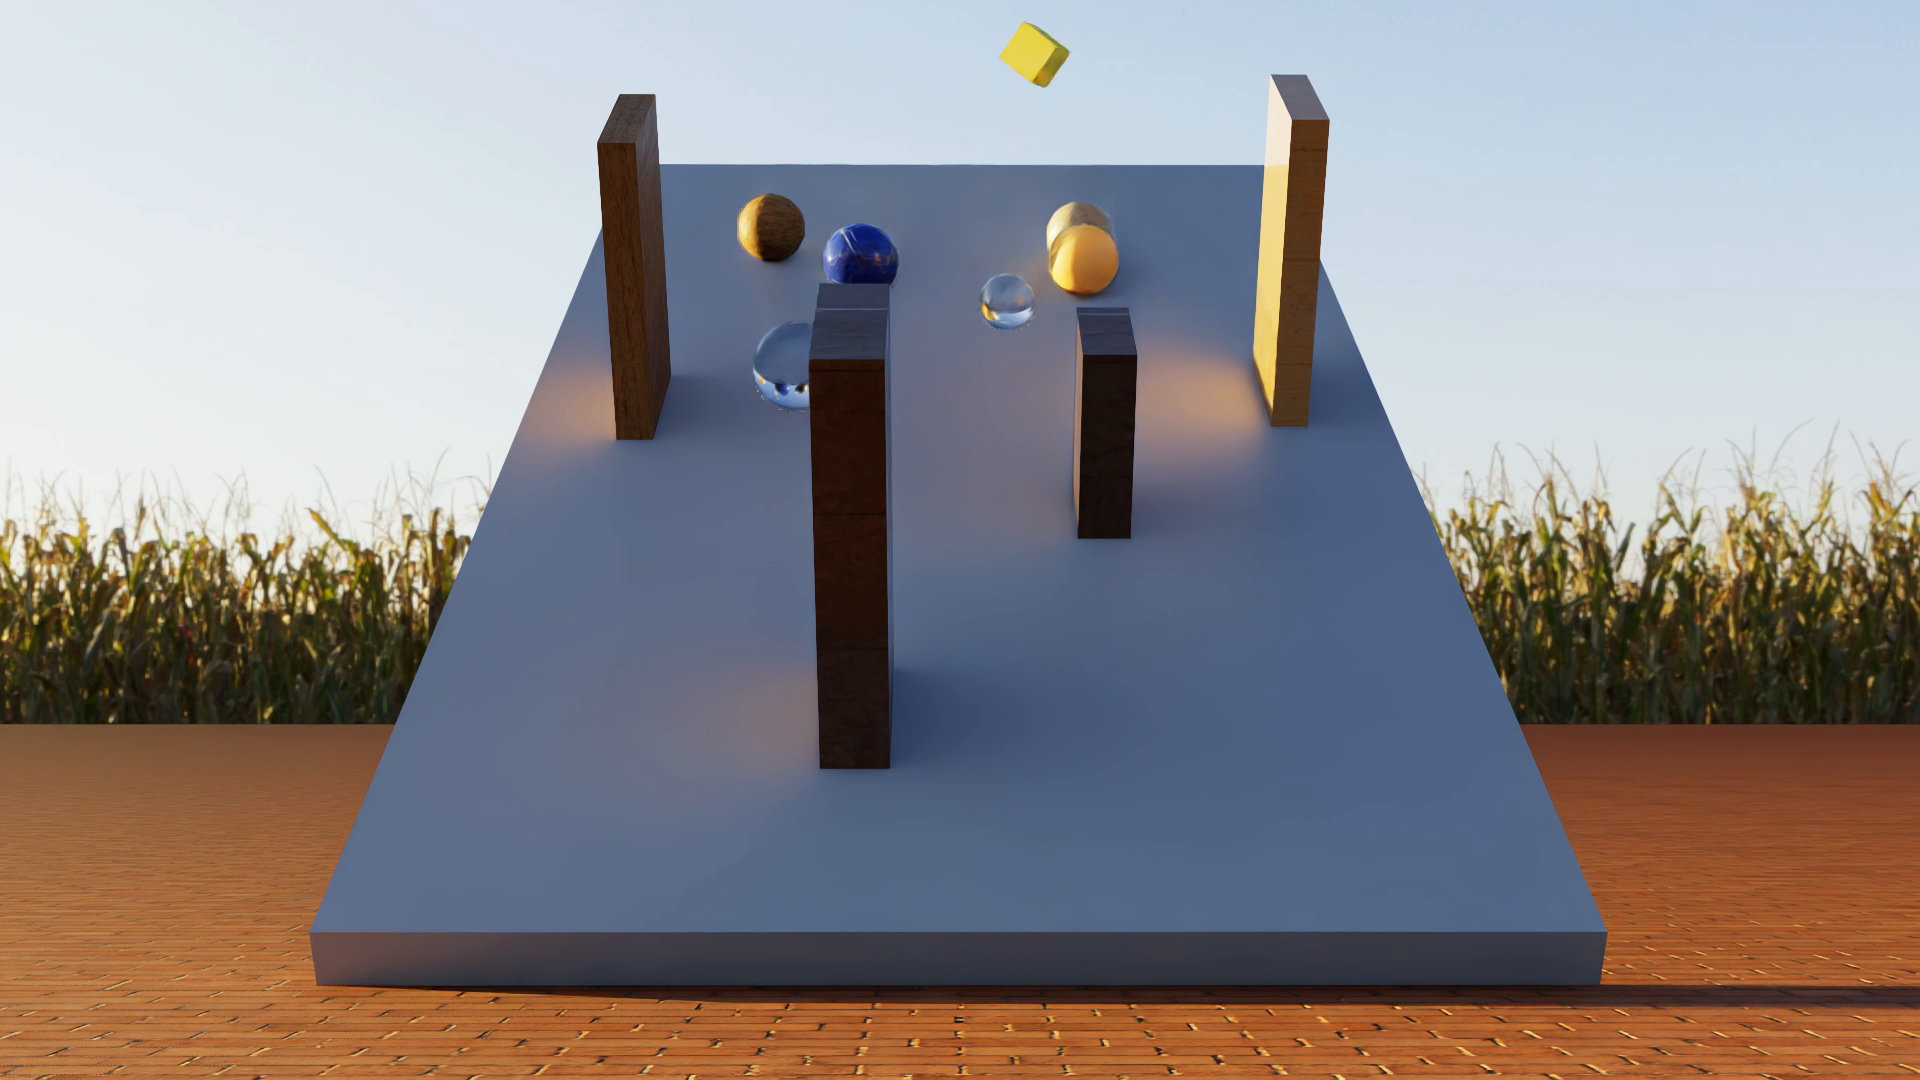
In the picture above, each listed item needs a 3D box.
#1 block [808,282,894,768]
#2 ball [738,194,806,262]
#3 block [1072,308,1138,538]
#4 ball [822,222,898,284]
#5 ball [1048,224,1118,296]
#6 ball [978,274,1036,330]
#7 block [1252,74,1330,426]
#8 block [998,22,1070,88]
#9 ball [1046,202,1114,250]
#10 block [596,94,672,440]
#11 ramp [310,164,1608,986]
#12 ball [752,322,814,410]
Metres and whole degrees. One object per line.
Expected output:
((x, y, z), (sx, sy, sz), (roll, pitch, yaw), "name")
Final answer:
((-0.181, -0.024, 4.052), (0.120, 0.756, 0.357), (0, 26, 0), "block")
((-0.511, -0.846, 6.388), (0.182, 0.182, 0.182), (0, -4, 0), "ball")
((0.298, -0.245, 4.905), (0.109, 0.408, 0.268), (0, 26, 0), "block")
((-0.258, -0.725, 6.124), (0.198, 0.198, 0.198), (0, -4, 0), "ball")
((0.322, -0.732, 6.156), (0.185, 0.185, 0.185), (0, -4, 0), "ball")
((0.118, -0.600, 5.933), (0.142, 0.142, 0.142), (0, -4, 0), "ball")
((0.755, -0.665, 5.411), (0.083, 0.721, 0.376), (0, 26, 0), "block")
((0.215, -1.389, 6.745), (0.125, 0.125, 0.125), (41, 17, 15), "block")
((0.323, -0.817, 6.329), (0.185, 0.185, 0.185), (0, -4, 0), "ball")
((-0.735, -0.622, 5.349), (0.082, 0.690, 0.388), (0, 26, 0), "block")
((-0.010, -0.229, 5.448), (2.000, 0.100, 4.000), (0, 26, 0), "ramp")
((-0.378, -0.404, 5.459), (0.204, 0.204, 0.204), (0, -4, 0), "ball")
